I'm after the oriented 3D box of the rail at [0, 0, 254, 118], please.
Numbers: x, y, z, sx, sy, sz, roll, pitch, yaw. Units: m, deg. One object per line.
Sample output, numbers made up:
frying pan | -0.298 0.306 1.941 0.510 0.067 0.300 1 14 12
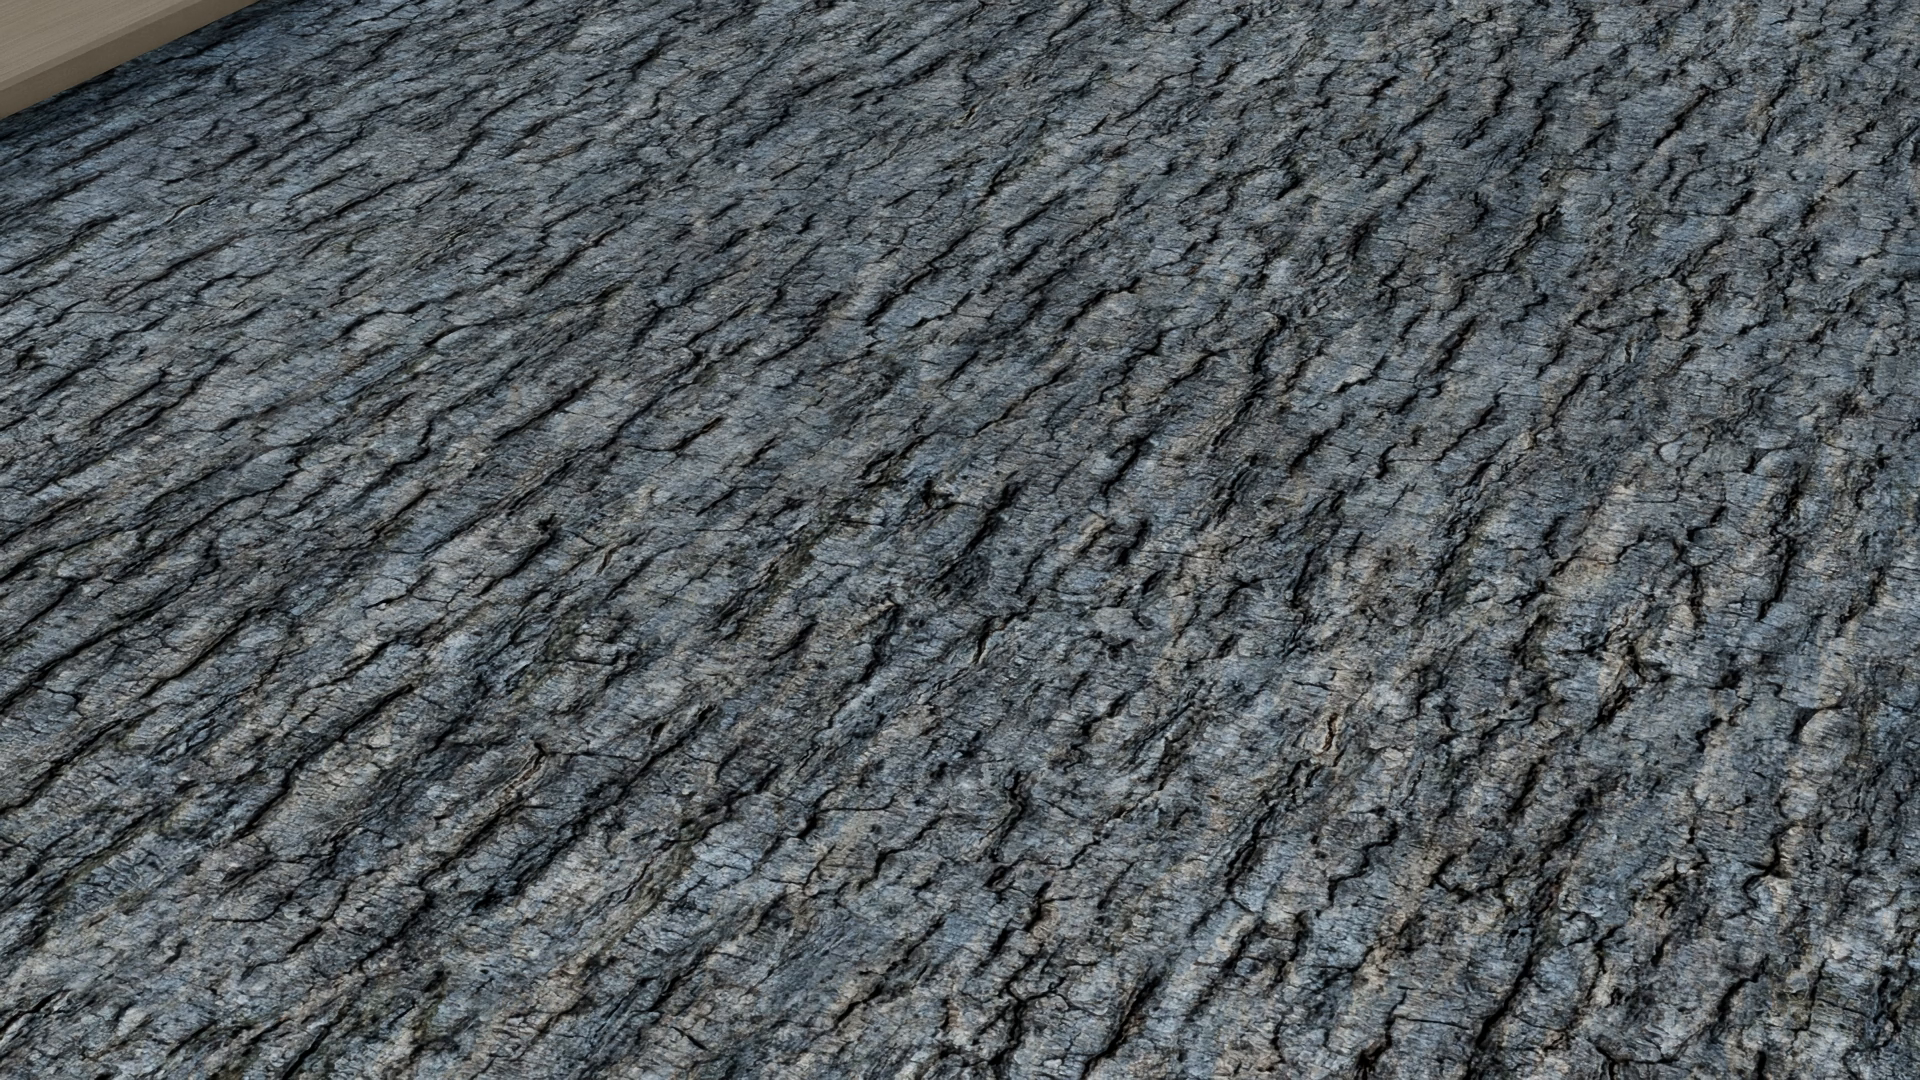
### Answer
rail | -0.472 -0.647 2.823 0.045 0.093 3.922 13 31 22
